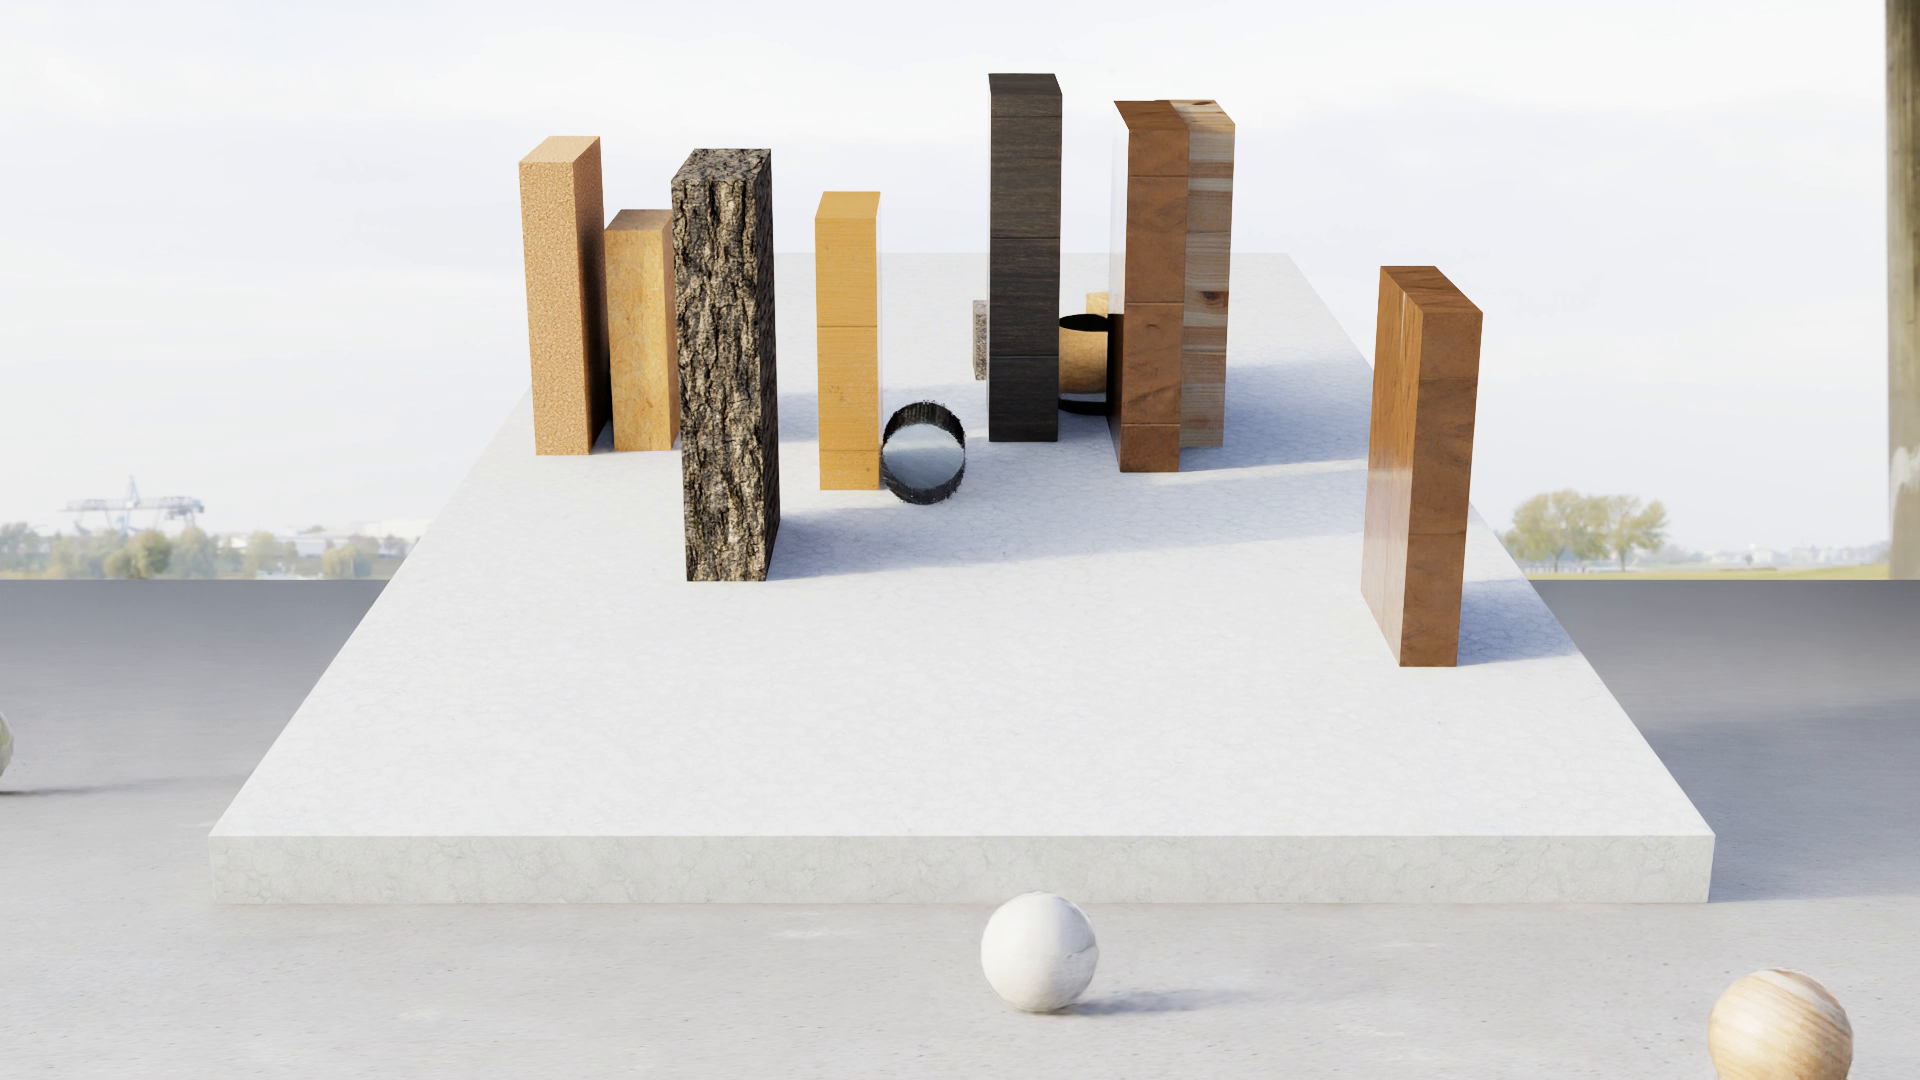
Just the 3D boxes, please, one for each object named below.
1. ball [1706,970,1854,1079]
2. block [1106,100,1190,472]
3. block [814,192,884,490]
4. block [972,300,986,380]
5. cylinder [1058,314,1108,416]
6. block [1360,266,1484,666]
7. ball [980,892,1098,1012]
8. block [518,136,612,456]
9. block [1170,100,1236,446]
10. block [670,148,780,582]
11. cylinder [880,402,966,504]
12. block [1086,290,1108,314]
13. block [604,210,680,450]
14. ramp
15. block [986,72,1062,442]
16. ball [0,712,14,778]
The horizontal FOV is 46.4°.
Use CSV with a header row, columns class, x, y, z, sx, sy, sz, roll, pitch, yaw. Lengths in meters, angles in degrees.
class,x,y,z,sx,sy,sz,roll,pitch,yaw
ball,0.676,0.413,1.850,0.114,0.114,0.114,0,-1,0
block,0.385,-0.537,4.673,0.119,0.694,0.445,0,18,0
block,-0.220,-0.405,4.513,0.118,0.543,0.308,0,18,0
block,0.113,-0.477,5.342,0.159,0.159,0.159,-1,18,-2
cylinder,0.308,-0.397,5.052,0.190,0.190,0.190,0,18,0
block,0.741,-0.127,3.632,0.090,0.572,0.356,0,18,0
ball,0.081,0.416,2.268,0.119,0.119,0.119,0,-1,0
block,-0.832,-0.525,4.764,0.109,0.611,0.372,0,18,0
block,0.492,-0.583,4.836,0.131,0.679,0.391,0,18,0
block,-0.411,-0.318,3.994,0.139,0.704,0.361,0,18,0
cylinder,-0.072,-0.171,4.412,0.164,0.164,0.164,0,18,0
block,0.437,-0.462,5.216,0.210,0.210,0.210,-10,21,-28
block,-0.667,-0.448,4.761,0.118,0.468,0.248,0,18,0
ramp,-0.004,-0.191,4.888,2.000,0.100,4.000,0,18,0
block,0.135,-0.616,4.850,0.147,0.733,0.377,0,18,0
ball,-1.991,0.410,4.467,0.196,0.196,0.196,0,-1,0
